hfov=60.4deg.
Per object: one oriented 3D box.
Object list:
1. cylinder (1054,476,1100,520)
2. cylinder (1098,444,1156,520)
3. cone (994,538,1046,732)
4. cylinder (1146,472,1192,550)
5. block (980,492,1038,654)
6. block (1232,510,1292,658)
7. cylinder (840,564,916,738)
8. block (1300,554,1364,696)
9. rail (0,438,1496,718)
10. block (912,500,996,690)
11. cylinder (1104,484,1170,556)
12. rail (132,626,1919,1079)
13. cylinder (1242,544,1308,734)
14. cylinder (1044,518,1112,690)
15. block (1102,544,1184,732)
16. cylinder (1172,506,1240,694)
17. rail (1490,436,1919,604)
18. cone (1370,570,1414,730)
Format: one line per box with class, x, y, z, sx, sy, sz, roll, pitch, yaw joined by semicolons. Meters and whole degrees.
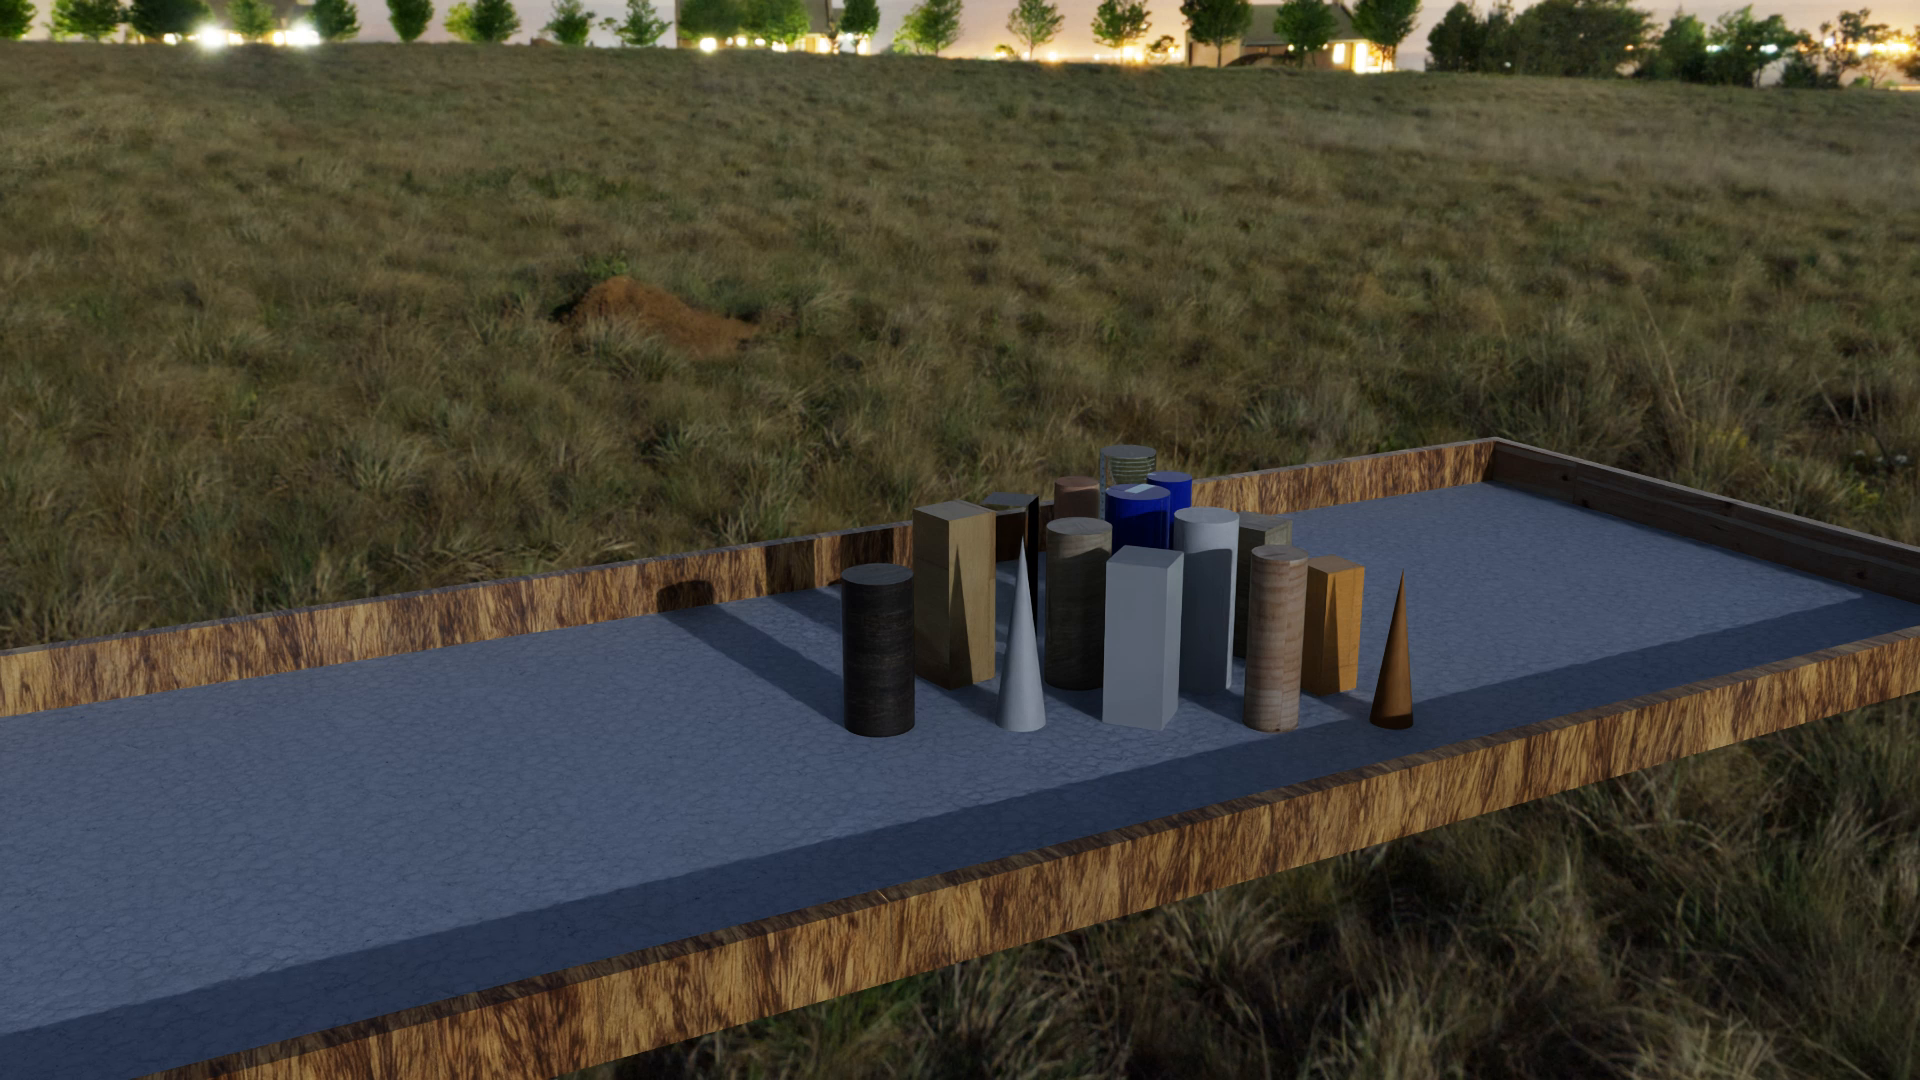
cylinder;0.321;0.026;4.578;0.124;0.389;0.124;0;16;0
cylinder;0.486;-0.058;4.819;0.163;0.414;0.163;0;16;0
cone;0.143;0.208;3.831;0.122;0.460;0.122;0;16;0
cylinder;0.575;0.018;4.586;0.125;0.400;0.125;0;16;0
block;0.129;0.087;4.342;0.123;0.404;0.123;5;17;18
block;0.762;0.119;4.325;0.146;0.352;0.146;13;21;37
cylinder;-0.189;0.255;3.832;0.167;0.370;0.167;0;16;0
block;0.906;0.210;4.079;0.116;0.317;0.116;-9;19;-28
rail;-3.305;0.497;3.399;12.000;0.150;0.050;-9;18;-27
block;-0.014;0.135;4.121;0.145;0.437;0.145;-13;21;-36
cylinder;0.460;0.080;4.327;0.168;0.426;0.168;0;16;0
rail;-2.336;1.006;1.665;12.000;0.150;0.050;-9;18;-27
cylinder;0.732;0.230;3.831;0.129;0.419;0.129;0;16;0
cylinder;0.293;0.158;4.105;0.162;0.401;0.162;0;16;0
block;0.430;0.228;3.874;0.144;0.397;0.144;7;18;21
cylinder;0.602;0.147;4.085;0.159;0.434;0.159;0;16;0
rail;2.466;-0.048;5.253;0.050;0.150;2.100;-9;18;-27
cone;1.019;0.245;3.843;0.101;0.381;0.101;0;16;0
